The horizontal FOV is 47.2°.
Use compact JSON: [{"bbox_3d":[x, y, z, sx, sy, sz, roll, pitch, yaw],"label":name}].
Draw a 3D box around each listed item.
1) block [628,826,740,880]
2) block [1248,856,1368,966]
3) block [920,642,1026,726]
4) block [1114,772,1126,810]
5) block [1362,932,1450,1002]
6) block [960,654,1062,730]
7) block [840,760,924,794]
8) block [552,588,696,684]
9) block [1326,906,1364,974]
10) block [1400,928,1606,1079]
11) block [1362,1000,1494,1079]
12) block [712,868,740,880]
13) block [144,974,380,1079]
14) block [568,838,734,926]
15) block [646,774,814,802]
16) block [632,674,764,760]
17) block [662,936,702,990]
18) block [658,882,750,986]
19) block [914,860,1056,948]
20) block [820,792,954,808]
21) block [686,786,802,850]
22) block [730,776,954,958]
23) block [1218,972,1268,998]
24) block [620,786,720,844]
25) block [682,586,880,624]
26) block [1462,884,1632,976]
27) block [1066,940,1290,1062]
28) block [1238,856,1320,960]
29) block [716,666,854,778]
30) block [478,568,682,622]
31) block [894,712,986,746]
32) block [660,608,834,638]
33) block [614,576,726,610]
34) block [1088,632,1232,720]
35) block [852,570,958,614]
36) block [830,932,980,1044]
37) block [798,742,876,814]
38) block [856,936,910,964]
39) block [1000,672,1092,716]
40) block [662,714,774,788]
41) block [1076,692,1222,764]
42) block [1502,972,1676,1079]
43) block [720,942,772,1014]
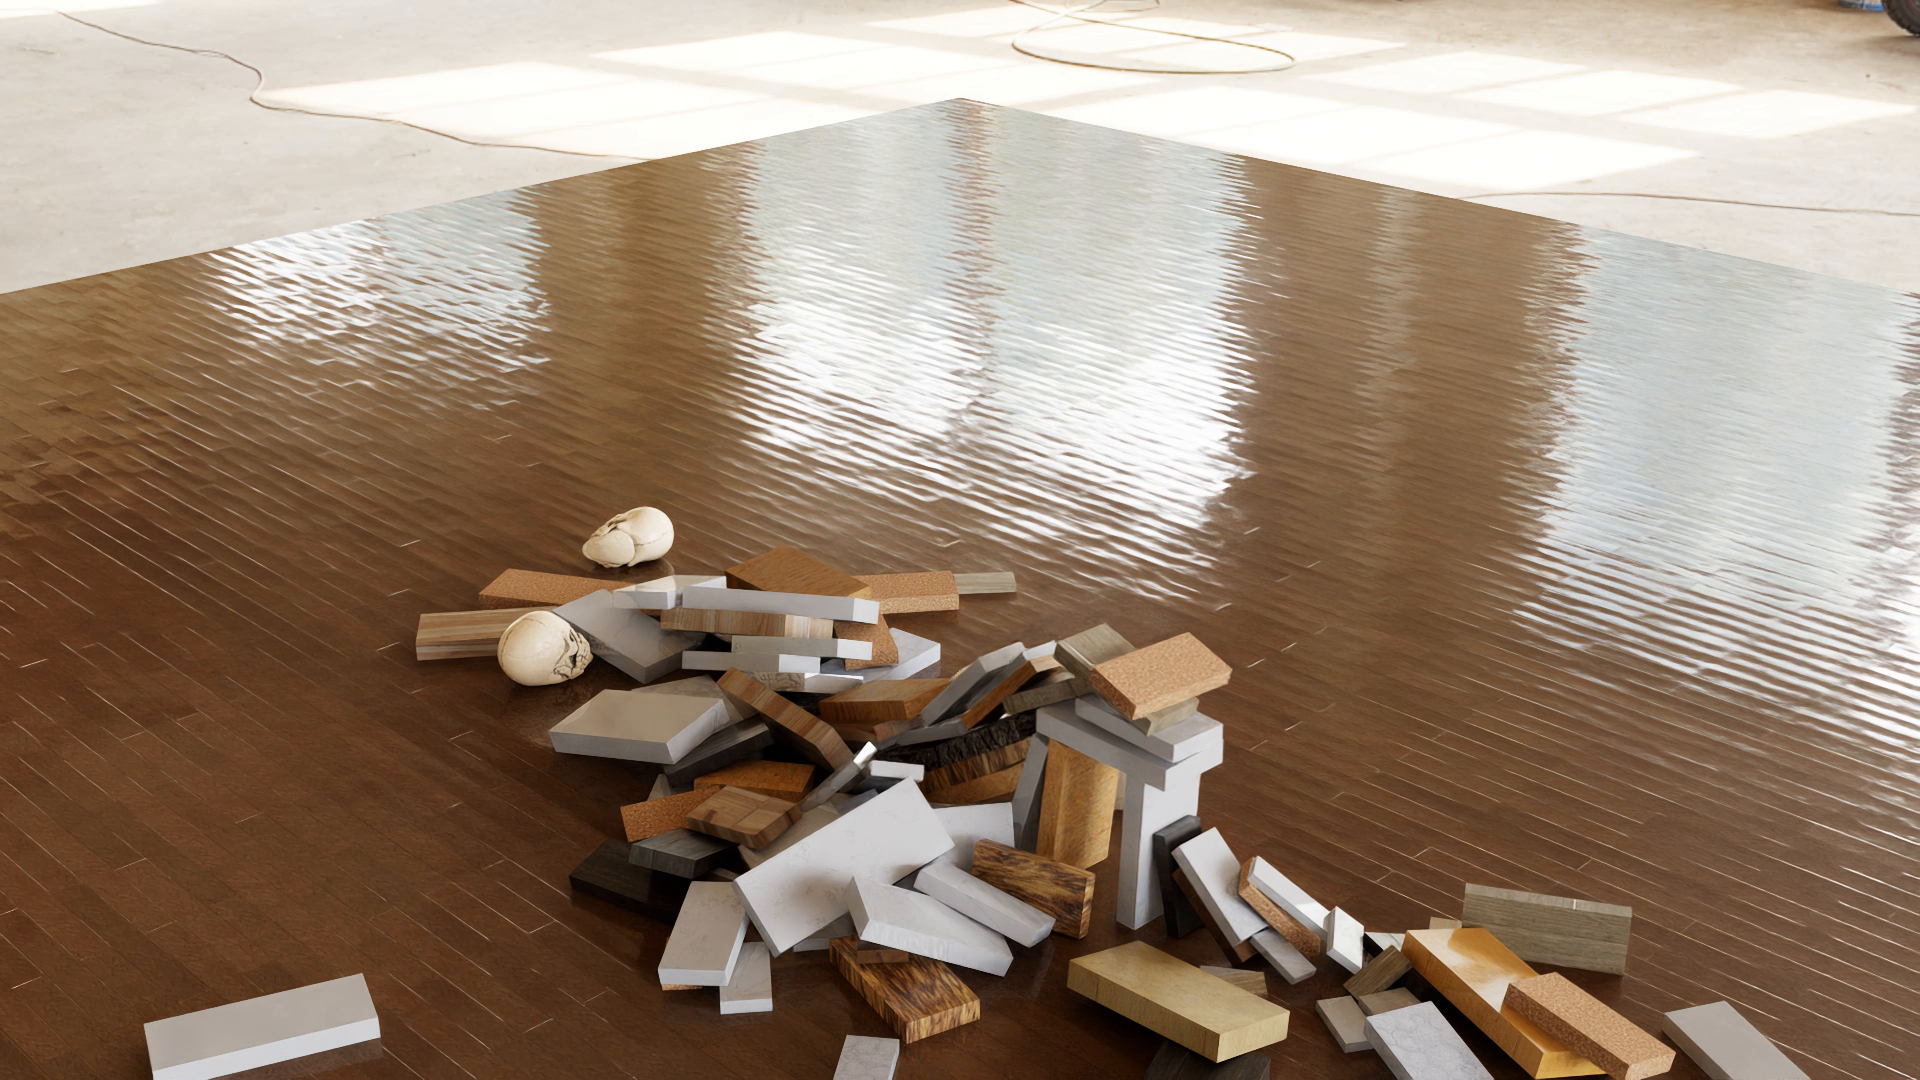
[{"bbox_3d":[-0.521,0.593,4.180,0.126,0.036,0.253,12,3,13],"label":"block"},{"bbox_3d":[0.629,0.671,3.965,0.261,0.018,0.064,38,27,-3],"label":"block"},{"bbox_3d":[0.027,0.287,4.356,0.119,0.238,0.034,-19,71,-41],"label":"block"},{"bbox_3d":[0.349,0.483,4.557,0.108,0.031,0.216,1,29,2],"label":"block"},{"bbox_3d":[0.803,0.758,3.907,0.093,0.026,0.185,8,18,-28],"label":"block"},{"bbox_3d":[0.102,0.294,4.278,0.102,0.203,0.029,-10,62,-56],"label":"block"},{"bbox_3d":[-0.157,0.475,4.317,0.099,0.028,0.368,7,-14,-11],"label":"block"},{"bbox_3d":[-0.784,0.222,5.117,0.319,0.045,0.159,27,34,31],"label":"block"},{"bbox_3d":[0.689,0.715,3.933,0.064,0.018,0.129,37,27,-6],"label":"block"},{"bbox_3d":[0.941,0.789,3.778,0.175,0.050,0.383,3,20,-28],"label":"block"},{"bbox_3d":[0.785,0.869,3.618,0.127,0.036,0.254,-9,33,-20],"label":"block"},{"bbox_3d":[-0.448,0.662,4.171,0.163,0.023,0.081,16,28,33],"label":"block"},{"bbox_3d":[-1.187,0.835,3.741,0.365,0.041,0.144,-10,25,-22],"label":"block"},{"bbox_3d":[-0.575,0.652,4.146,0.318,0.034,0.121,13,38,30],"label":"block"},{"bbox_3d":[-0.466,0.529,4.469,0.322,0.036,0.126,2,23,5],"label":"block"},{"bbox_3d":[-0.569,0.402,4.747,0.180,0.051,0.359,-10,25,-22],"label":"block"},{"bbox_3d":[-0.495,0.758,3.948,0.070,0.020,0.139,-1,23,-3],"label":"block"},{"bbox_3d":[-0.451,0.706,3.957,0.121,0.034,0.243,0,30,9],"label":"block"},{"bbox_3d":[0.046,0.664,4.021,0.242,0.034,0.121,25,9,17],"label":"block"},{"bbox_3d":[-0.153,0.564,4.324,0.310,0.044,0.155,4,23,18],"label":"block"},{"bbox_3d":[-0.420,0.536,4.264,0.112,0.032,0.225,-35,27,-34],"label":"block"},{"bbox_3d":[-0.213,0.597,4.041,0.396,0.155,0.044,-28,-11,-27],"label":"block"},{"bbox_3d":[0.488,0.786,3.865,0.097,0.014,0.049,-4,40,0],"label":"block"},{"bbox_3d":[-0.566,0.552,4.366,0.199,0.028,0.099,-11,40,-12],"label":"block"},{"bbox_3d":[-0.413,0.150,5.078,0.414,0.051,0.180,4,-4,16],"label":"block"},{"bbox_3d":[1.051,0.700,3.956,0.288,0.121,0.034,6,24,15],"label":"block"},{"bbox_3d":[0.370,0.785,3.764,0.175,0.050,0.351,-6,16,-42],"label":"block"},{"bbox_3d":[0.582,0.668,3.989,0.185,0.026,0.093,44,26,-11],"label":"block"},{"bbox_3d":[-0.350,0.398,4.594,0.051,0.180,0.359,-47,42,-17],"label":"block"},{"bbox_3d":[-0.913,0.147,5.356,0.486,0.045,0.159,6,24,14],"label":"block"},{"bbox_3d":[-0.031,0.379,4.454,0.102,0.029,0.203,-20,3,-40],"label":"block"},{"bbox_3d":[-0.492,0.194,5.067,0.360,0.051,0.180,2,-4,33],"label":"block"},{"bbox_3d":[-0.682,0.122,5.189,0.143,0.040,0.285,1,7,22],"label":"block"},{"bbox_3d":[0.361,0.243,3.950,0.238,0.034,0.119,-17,44,-36],"label":"block"},{"bbox_3d":[-0.161,0.131,5.401,0.299,0.040,0.143,-3,23,-7],"label":"block"},{"bbox_3d":[-0.101,0.776,3.880,0.144,0.041,0.288,-13,26,-27],"label":"block"},{"bbox_3d":[-0.276,0.499,4.289,0.023,0.293,0.081,46,29,-3],"label":"block"},{"bbox_3d":[-0.134,0.704,3.950,0.090,0.025,0.179,-3,18,2],"label":"block"},{"bbox_3d":[0.205,0.272,4.137,0.125,0.035,0.257,-21,0,-39],"label":"block"},{"bbox_3d":[-0.500,0.432,4.508,0.225,0.032,0.112,-24,18,-10],"label":"block"},{"bbox_3d":[0.341,0.325,3.985,0.125,0.035,0.250,-19,29,-37],"label":"block"},{"bbox_3d":[1.044,0.808,3.654,0.127,0.036,0.254,-2,23,-38],"label":"block"},{"bbox_3d":[-0.381,0.775,3.901,0.090,0.025,0.179,-3,23,-6],"label":"block"}]
